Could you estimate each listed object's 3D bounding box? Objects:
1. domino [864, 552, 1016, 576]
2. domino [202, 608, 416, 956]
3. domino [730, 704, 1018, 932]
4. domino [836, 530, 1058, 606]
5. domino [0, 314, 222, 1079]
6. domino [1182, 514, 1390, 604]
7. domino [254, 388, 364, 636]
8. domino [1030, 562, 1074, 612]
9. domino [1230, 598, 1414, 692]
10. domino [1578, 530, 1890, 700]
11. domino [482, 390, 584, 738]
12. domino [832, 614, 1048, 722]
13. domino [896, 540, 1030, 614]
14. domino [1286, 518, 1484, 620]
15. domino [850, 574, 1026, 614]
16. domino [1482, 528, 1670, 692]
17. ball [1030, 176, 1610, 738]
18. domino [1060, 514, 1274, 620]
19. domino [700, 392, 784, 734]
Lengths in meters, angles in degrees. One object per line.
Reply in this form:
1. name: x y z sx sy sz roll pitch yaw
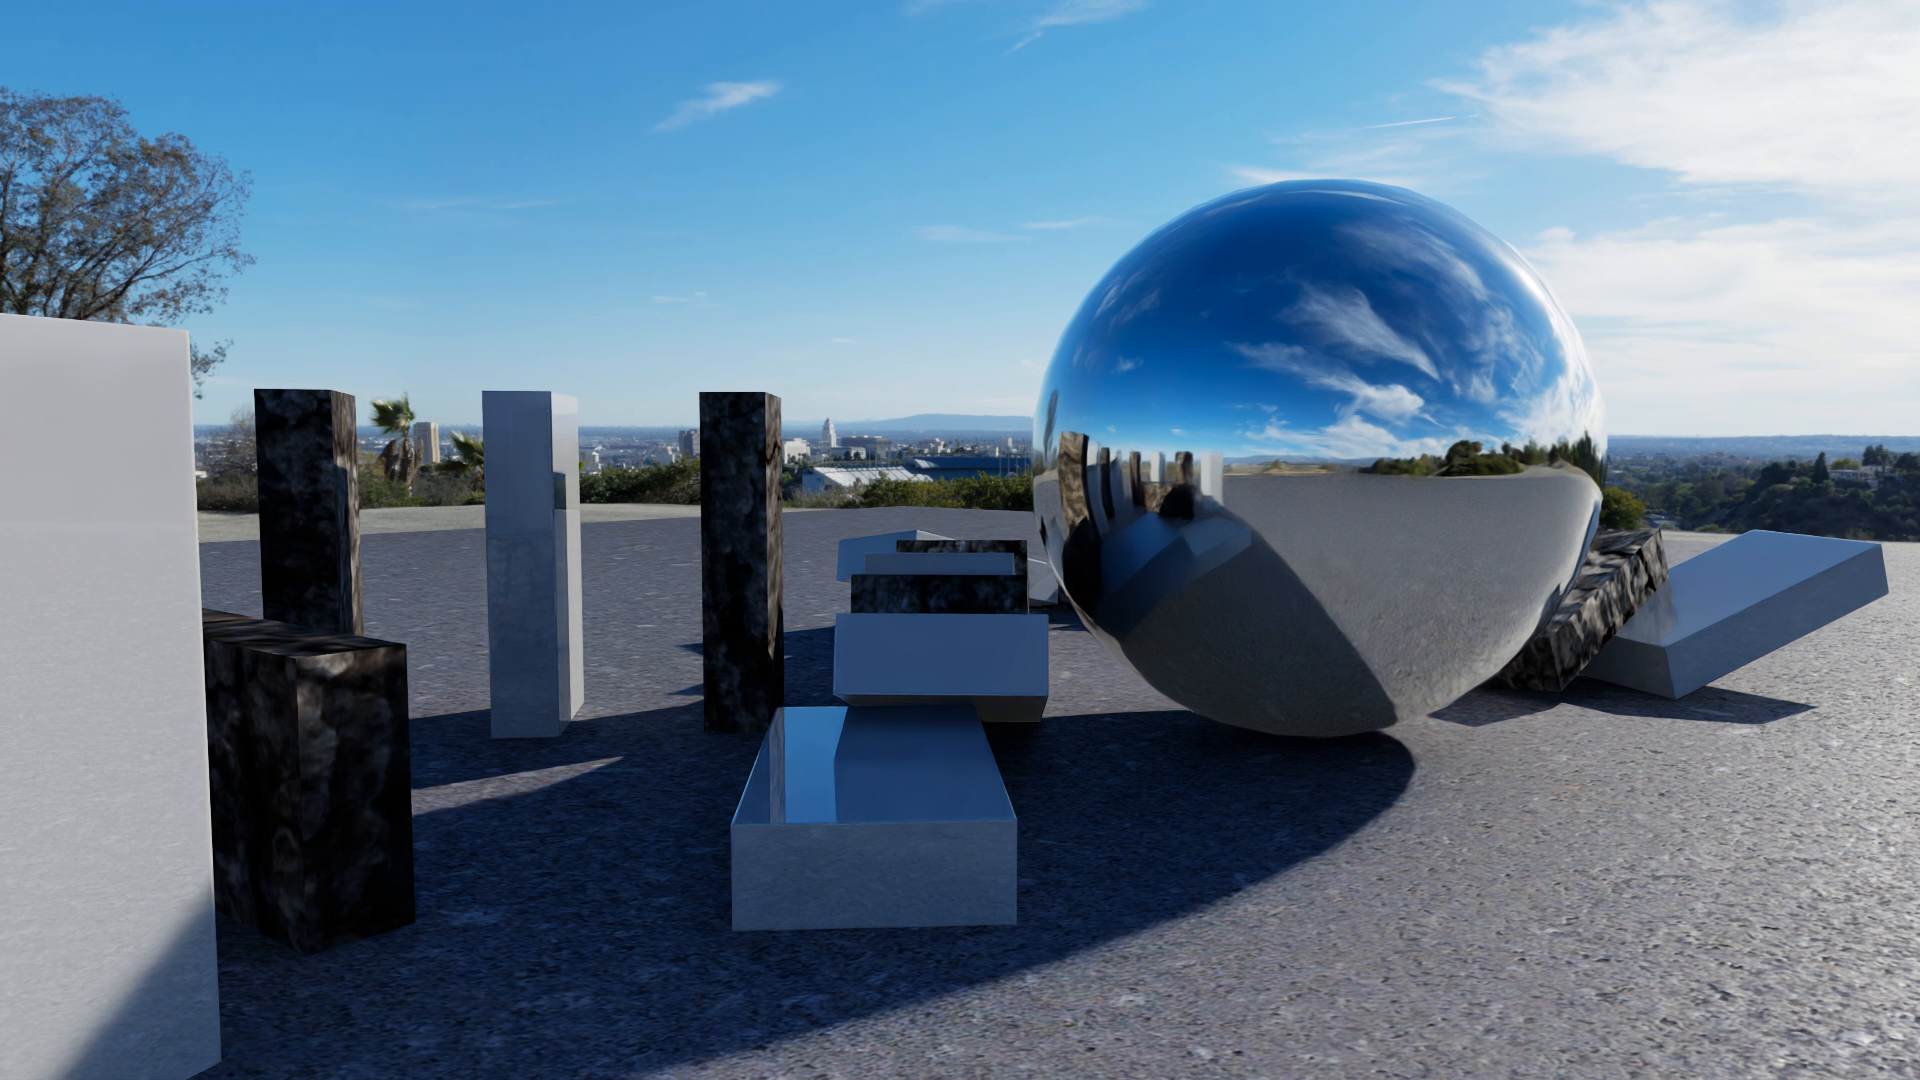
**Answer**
1. domino: -0.002 0.013 0.237 0.025 0.009 0.050 0 -14 3
2. domino: -0.071 0.021 0.125 0.050 0.025 0.009 3 5 37
3. domino: -0.009 0.028 0.137 0.025 0.010 0.050 0 4 -4
4. domino: -0.002 0.008 0.304 0.025 0.010 0.050 -7 -15 42
5. domino: -0.060 0.012 0.077 0.009 0.050 0.025 2 5 21
6. domino: 0.083 0.007 0.317 0.025 0.009 0.050 -2 22 -43
7. domino: -0.096 0.003 0.190 0.009 0.050 0.025 -1 5 -18
8. domino: 0.020 0.012 0.346 0.050 0.009 0.025 3 5 32
9. domino: 0.071 0.019 0.247 0.025 0.010 0.050 2 5 26
10. domino: 0.136 0.012 0.231 0.050 0.010 0.025 -21 12 -15
11. domino: -0.065 0.003 0.196 0.009 0.050 0.025 -1 4 -8
12. domino: -0.001 0.018 0.174 0.025 0.010 0.050 0 -11 3
13. domino: 0.002 0.010 0.269 0.025 0.010 0.050 0 -13 4
14. domino: 0.103 0.008 0.293 0.025 0.009 0.050 -1 21 -41
15. domino: -0.002 0.015 0.206 0.025 0.009 0.050 0 -13 3
16. domino: 0.105 0.012 0.232 0.050 0.009 0.025 -27 15 -39
17. ball: 0.050 -0.012 0.188 0.080 0.080 0.080 0 4 0
18. domino: 0.054 0.006 0.333 0.050 0.009 0.025 22 16 32
19. domino: -0.033 0.003 0.200 0.009 0.050 0.025 0 4 -3
